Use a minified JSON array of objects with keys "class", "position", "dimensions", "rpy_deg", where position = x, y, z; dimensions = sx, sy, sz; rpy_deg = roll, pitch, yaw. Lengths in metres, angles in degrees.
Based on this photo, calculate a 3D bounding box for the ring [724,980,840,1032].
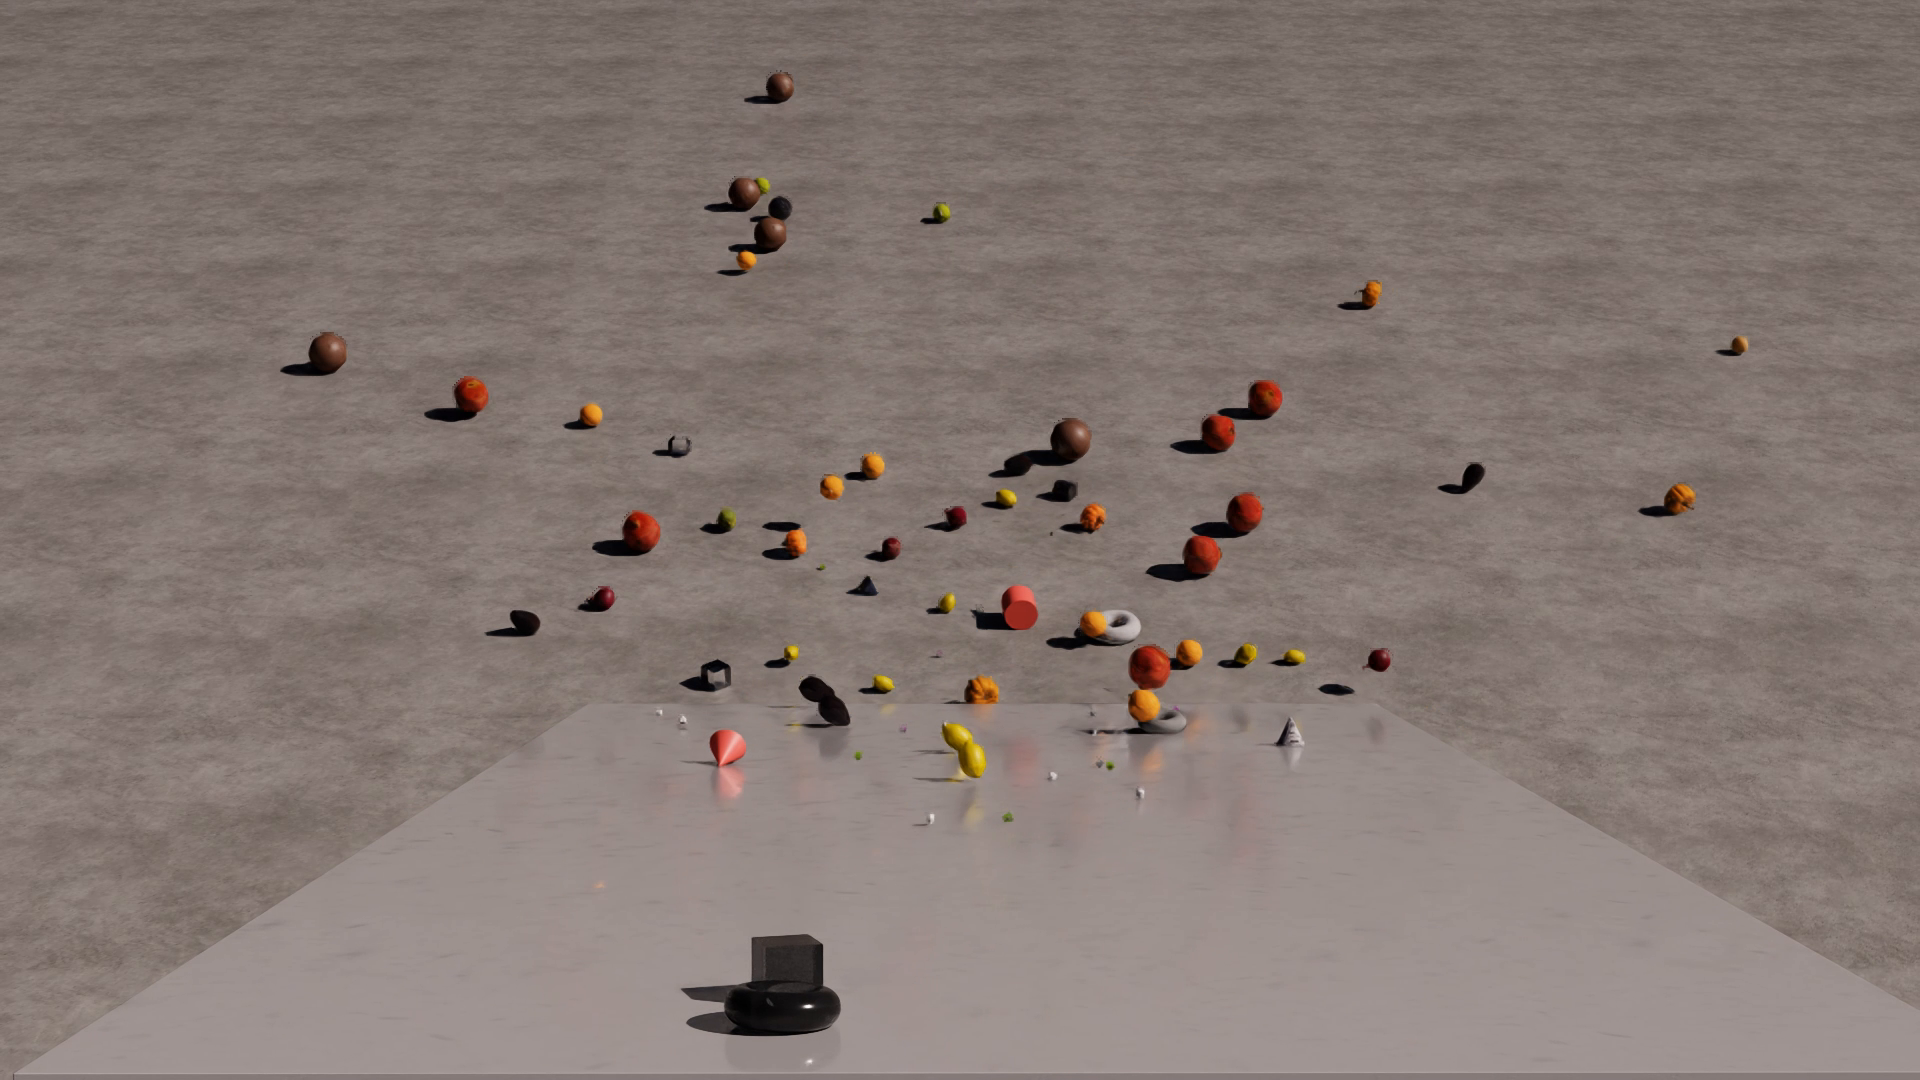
[{"class":"ring","position":[-0.191,0.502,2.776],"dimensions":[0.126,0.042,0.126],"rpy_deg":[2,-1,0]}]

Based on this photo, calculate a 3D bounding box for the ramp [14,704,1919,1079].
[{"class":"ramp","position":[0.058,0.522,4.561],"dimensions":[2.000,0.100,4.000],"rpy_deg":[0,2,0]}]

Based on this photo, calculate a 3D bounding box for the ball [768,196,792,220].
[{"class":"ball","position":[-0.722,-1.330,10.347],"dimensions":[0.096,0.096,0.096],"rpy_deg":[0,25,0]}]

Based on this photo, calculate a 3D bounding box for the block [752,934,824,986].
[{"class":"block","position":[-0.195,0.486,2.913],"dimensions":[0.066,0.066,0.066],"rpy_deg":[-1,2,-18]}]

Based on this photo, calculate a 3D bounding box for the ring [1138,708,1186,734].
[{"class":"ring","position":[0.459,0.412,5.849],"dimensions":[0.109,0.036,0.109],"rpy_deg":[0,16,0]}]

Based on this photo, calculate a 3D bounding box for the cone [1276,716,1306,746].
[{"class":"cone","position":[0.715,0.412,5.576],"dimensions":[0.063,0.063,0.063],"rpy_deg":[0,2,0]}]

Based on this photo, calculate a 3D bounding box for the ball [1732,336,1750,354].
[{"class":"ball","position":[2.729,-0.682,9.021],"dimensions":[0.060,0.060,0.060],"rpy_deg":[0,25,0]}]

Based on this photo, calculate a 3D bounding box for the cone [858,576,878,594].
[{"class":"cone","position":[-0.252,0.140,7.322],"dimensions":[0.054,0.054,0.054],"rpy_deg":[37,38,16]}]

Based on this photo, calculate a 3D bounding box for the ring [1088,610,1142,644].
[{"class":"ring","position":[0.426,0.239,7.089],"dimensions":[0.145,0.048,0.145],"rpy_deg":[-3,29,1]}]

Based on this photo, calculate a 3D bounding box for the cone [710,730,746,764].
[{"class":"cone","position":[-0.479,0.437,5.219],"dimensions":[0.077,0.077,0.077],"rpy_deg":[5,23,10]}]

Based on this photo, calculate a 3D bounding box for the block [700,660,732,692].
[{"class":"block","position":[-0.646,0.359,6.827],"dimensions":[0.056,0.056,0.056],"rpy_deg":[-22,33,-38]}]
